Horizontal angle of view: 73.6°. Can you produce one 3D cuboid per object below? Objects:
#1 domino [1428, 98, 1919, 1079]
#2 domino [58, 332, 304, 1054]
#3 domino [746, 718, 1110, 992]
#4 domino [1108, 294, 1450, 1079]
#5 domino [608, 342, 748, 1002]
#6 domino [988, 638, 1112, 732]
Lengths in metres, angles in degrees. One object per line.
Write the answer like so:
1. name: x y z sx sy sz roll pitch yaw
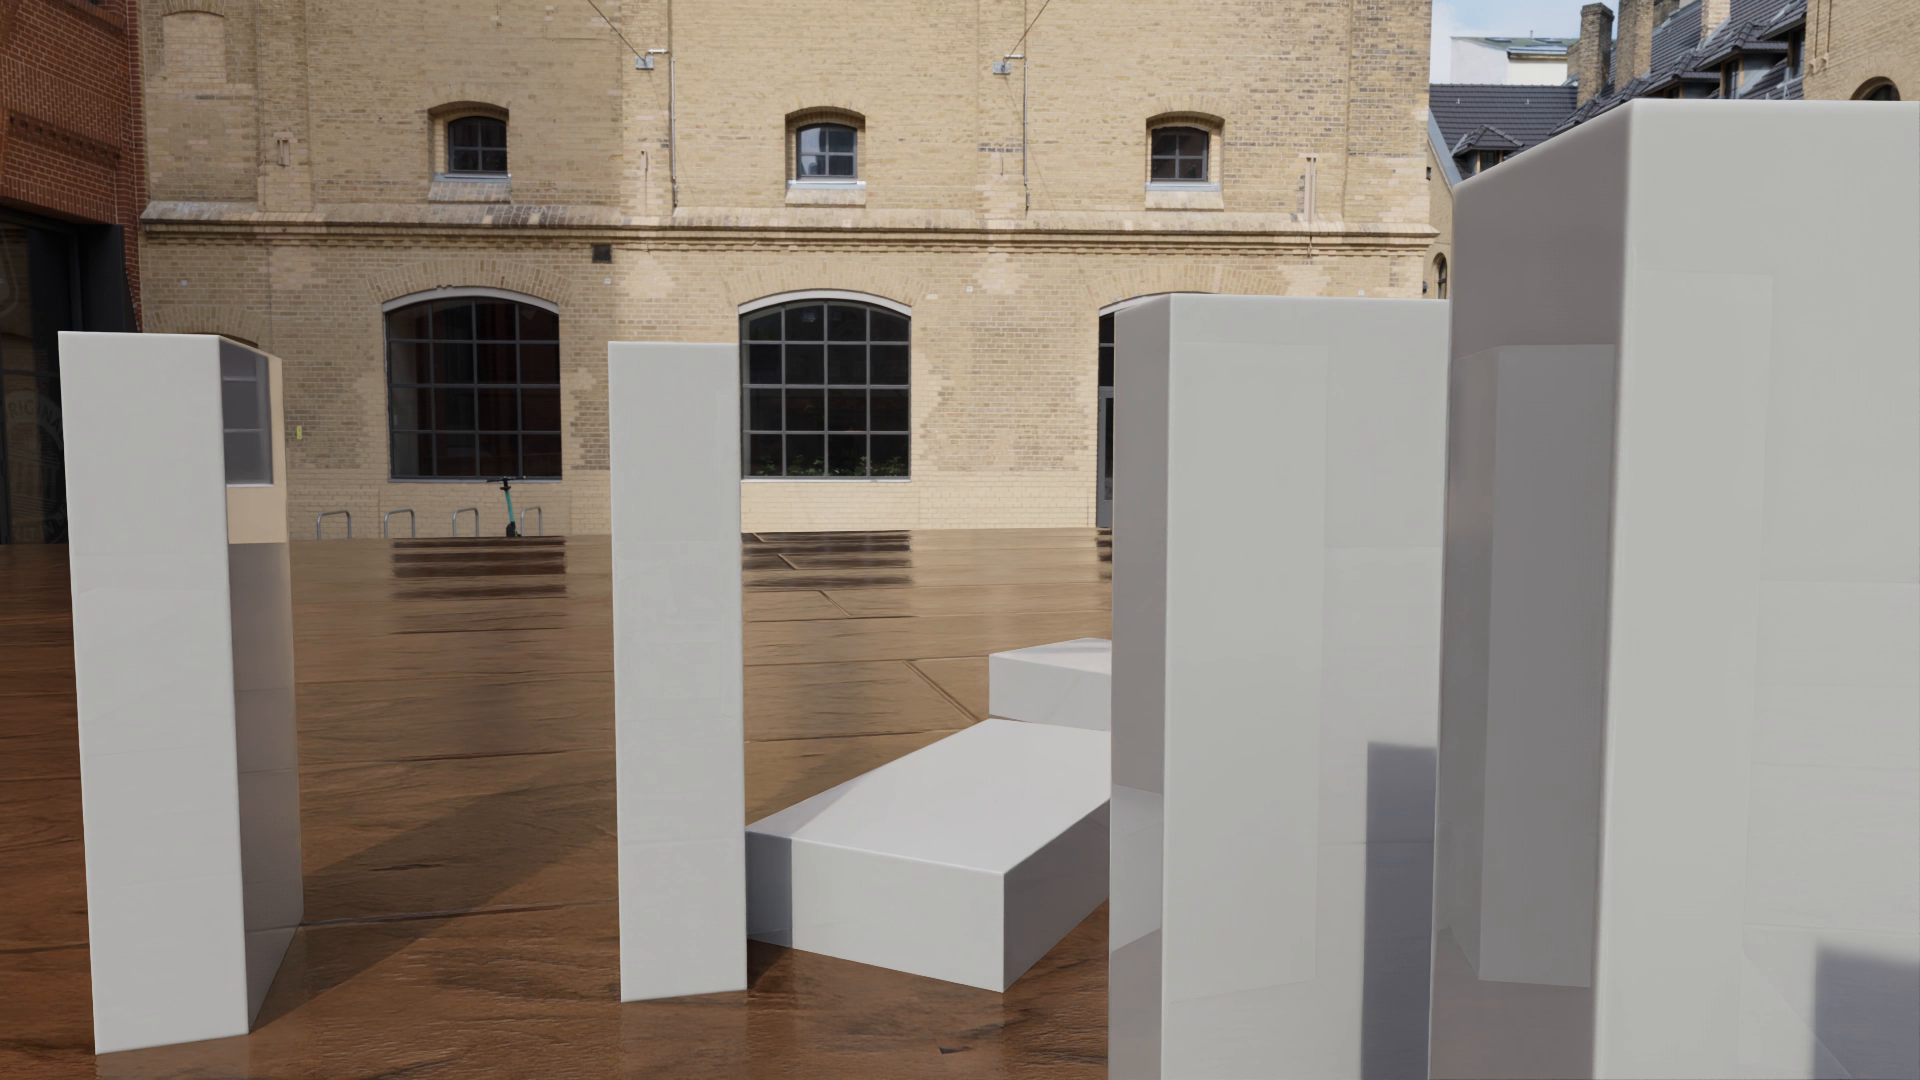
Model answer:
1. domino: 0.027 0.015 0.035 0.025 0.050 0.010 0 4 -2
2. domino: -0.060 0.010 0.101 0.010 0.050 0.025 -1 5 -19
3. domino: 0.003 0.028 0.127 0.025 0.009 0.050 2 5 27
4. domino: 0.022 0.012 0.073 0.025 0.050 0.009 -1 4 -10
5. domino: -0.024 0.009 0.109 0.009 0.050 0.025 -1 4 -14
6. domino: 0.031 0.023 0.193 0.050 0.010 0.025 4 6 45
